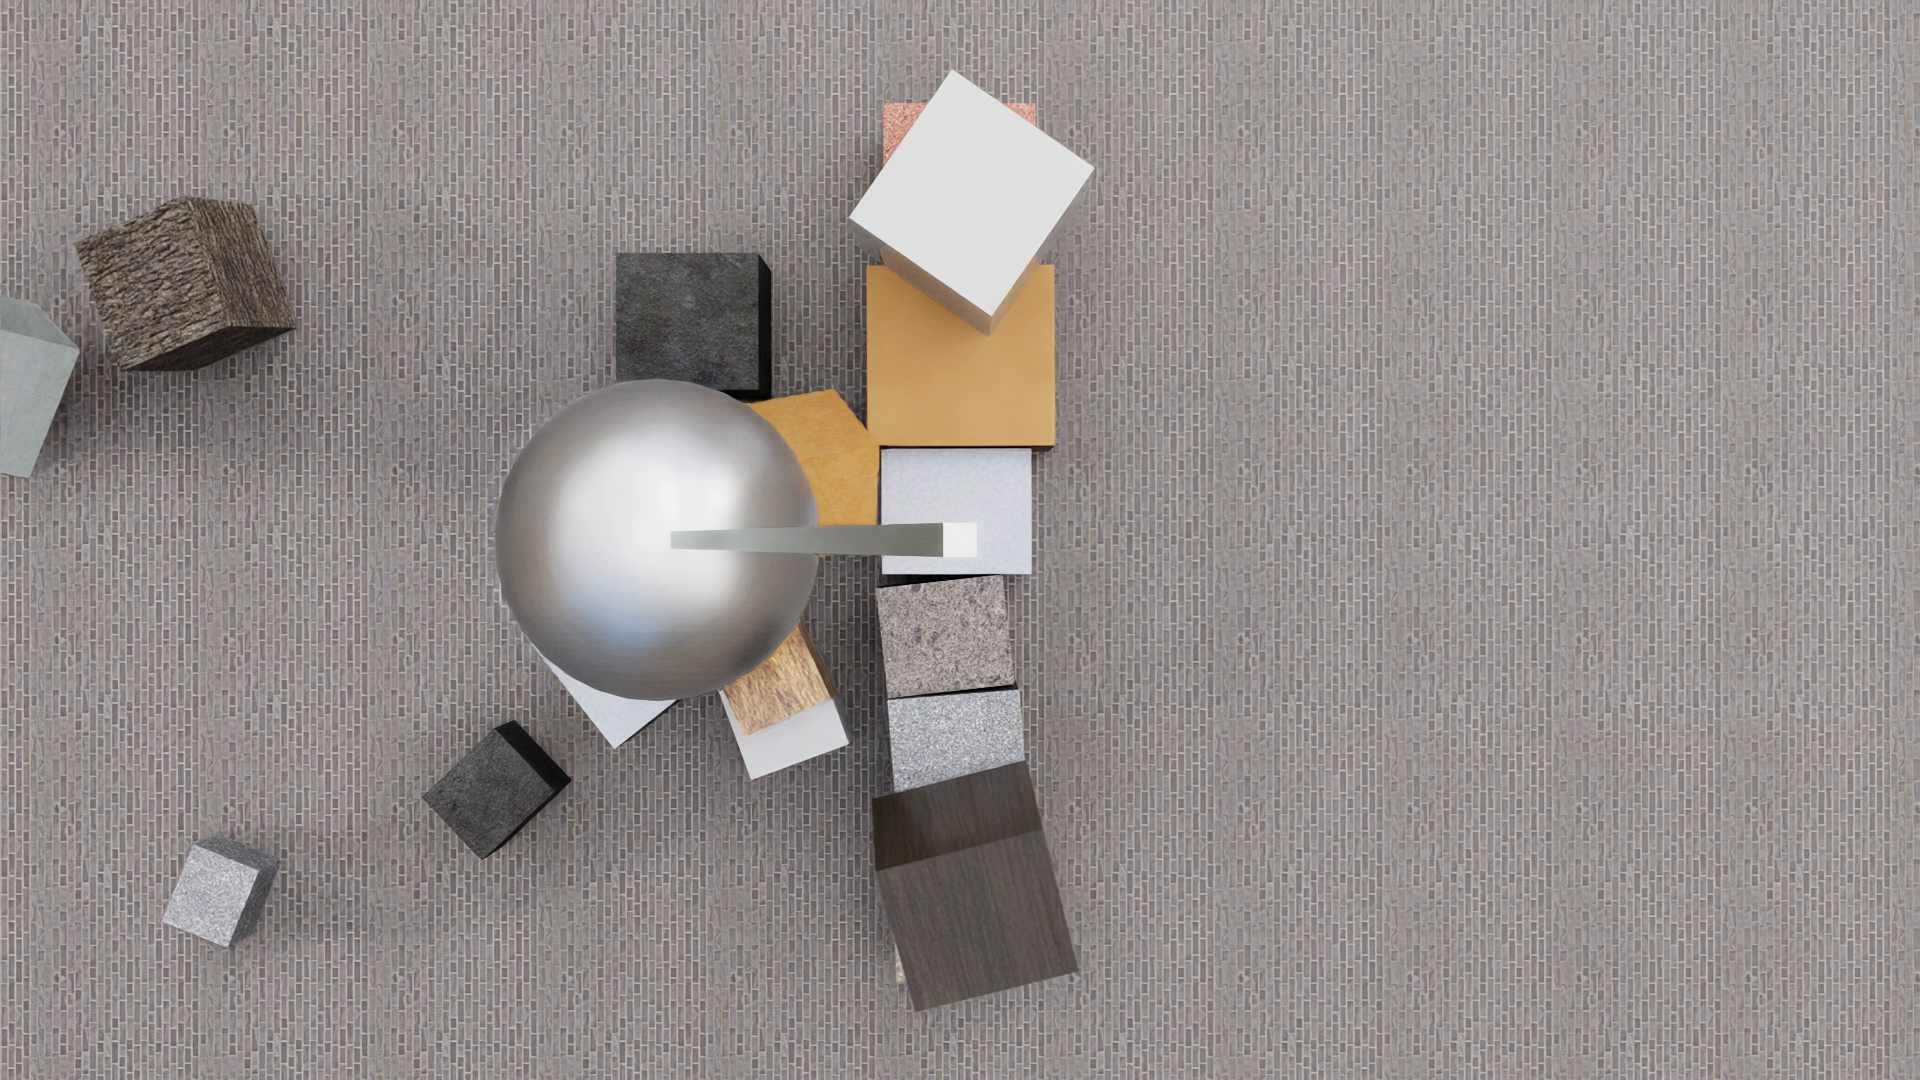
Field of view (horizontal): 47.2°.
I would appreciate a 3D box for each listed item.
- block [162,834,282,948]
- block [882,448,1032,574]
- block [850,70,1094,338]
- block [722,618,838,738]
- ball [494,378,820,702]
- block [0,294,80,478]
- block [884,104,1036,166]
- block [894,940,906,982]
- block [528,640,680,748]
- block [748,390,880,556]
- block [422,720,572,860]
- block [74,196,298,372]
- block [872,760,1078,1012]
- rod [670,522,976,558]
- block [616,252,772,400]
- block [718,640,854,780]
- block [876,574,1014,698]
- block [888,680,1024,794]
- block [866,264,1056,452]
[{"bbox_3d":[-4.283,2.034,12.782,0.403,0.436,0.474,22,90,0],"label":"block"},{"bbox_3d":[-0.018,-0.161,12.652,0.835,0.695,0.703,0,90,0],"label":"block"},{"bbox_3d":[0.060,-1.755,11.664,0.882,0.991,0.919,35,89,1],"label":"block"},{"bbox_3d":[-1.036,0.717,12.089,0.510,0.541,0.556,-25,86,0],"label":"block"},{"bbox_3d":[-1.491,0.000,10.896,1.600,1.600,1.600,0,90,0],"label":"ball"},{"bbox_3d":[-5.499,-0.915,12.264,0.724,0.679,0.798,34,103,42],"label":"block"},{"bbox_3d":[-0.003,-1.973,12.585,0.841,0.830,0.888,0,90,0],"label":"block"},{"bbox_3d":[0.018,2.021,12.642,0.781,0.715,0.869,-2,90,0],"label":"block"},{"bbox_3d":[-1.914,0.641,12.647,0.682,0.707,0.805,-38,90,0],"label":"block"},{"bbox_3d":[-0.879,-0.354,12.270,0.628,0.659,0.657,-11,126,-22],"label":"block"},{"bbox_3d":[-2.668,1.438,12.715,0.568,0.570,0.494,-44,90,0],"label":"block"},{"bbox_3d":[-4.409,-1.448,12.559,0.729,0.732,0.761,-20,90,14],"label":"block"},{"bbox_3d":[0.065,1.825,11.713,0.874,0.934,0.826,-14,107,1],"label":"block"},{"bbox_3d":[-0.646,0.000,7.603,0.080,5.200,0.080,0,90,-14],"label":"rod"},{"bbox_3d":[-1.511,-1.210,12.585,0.789,0.829,0.759,0,90,0],"label":"block"},{"bbox_3d":[-1.002,0.968,12.682,0.585,0.637,0.596,-20,90,0],"label":"block"},{"bbox_3d":[-0.082,0.537,12.624,0.709,0.751,0.616,-6,90,0],"label":"block"},{"bbox_3d":[-0.008,1.210,12.568,0.729,0.865,0.712,-5,90,0],"label":"block"},{"bbox_3d":[0.005,-1.021,12.578,1.039,0.845,0.997,0,90,0],"label":"block"}]
